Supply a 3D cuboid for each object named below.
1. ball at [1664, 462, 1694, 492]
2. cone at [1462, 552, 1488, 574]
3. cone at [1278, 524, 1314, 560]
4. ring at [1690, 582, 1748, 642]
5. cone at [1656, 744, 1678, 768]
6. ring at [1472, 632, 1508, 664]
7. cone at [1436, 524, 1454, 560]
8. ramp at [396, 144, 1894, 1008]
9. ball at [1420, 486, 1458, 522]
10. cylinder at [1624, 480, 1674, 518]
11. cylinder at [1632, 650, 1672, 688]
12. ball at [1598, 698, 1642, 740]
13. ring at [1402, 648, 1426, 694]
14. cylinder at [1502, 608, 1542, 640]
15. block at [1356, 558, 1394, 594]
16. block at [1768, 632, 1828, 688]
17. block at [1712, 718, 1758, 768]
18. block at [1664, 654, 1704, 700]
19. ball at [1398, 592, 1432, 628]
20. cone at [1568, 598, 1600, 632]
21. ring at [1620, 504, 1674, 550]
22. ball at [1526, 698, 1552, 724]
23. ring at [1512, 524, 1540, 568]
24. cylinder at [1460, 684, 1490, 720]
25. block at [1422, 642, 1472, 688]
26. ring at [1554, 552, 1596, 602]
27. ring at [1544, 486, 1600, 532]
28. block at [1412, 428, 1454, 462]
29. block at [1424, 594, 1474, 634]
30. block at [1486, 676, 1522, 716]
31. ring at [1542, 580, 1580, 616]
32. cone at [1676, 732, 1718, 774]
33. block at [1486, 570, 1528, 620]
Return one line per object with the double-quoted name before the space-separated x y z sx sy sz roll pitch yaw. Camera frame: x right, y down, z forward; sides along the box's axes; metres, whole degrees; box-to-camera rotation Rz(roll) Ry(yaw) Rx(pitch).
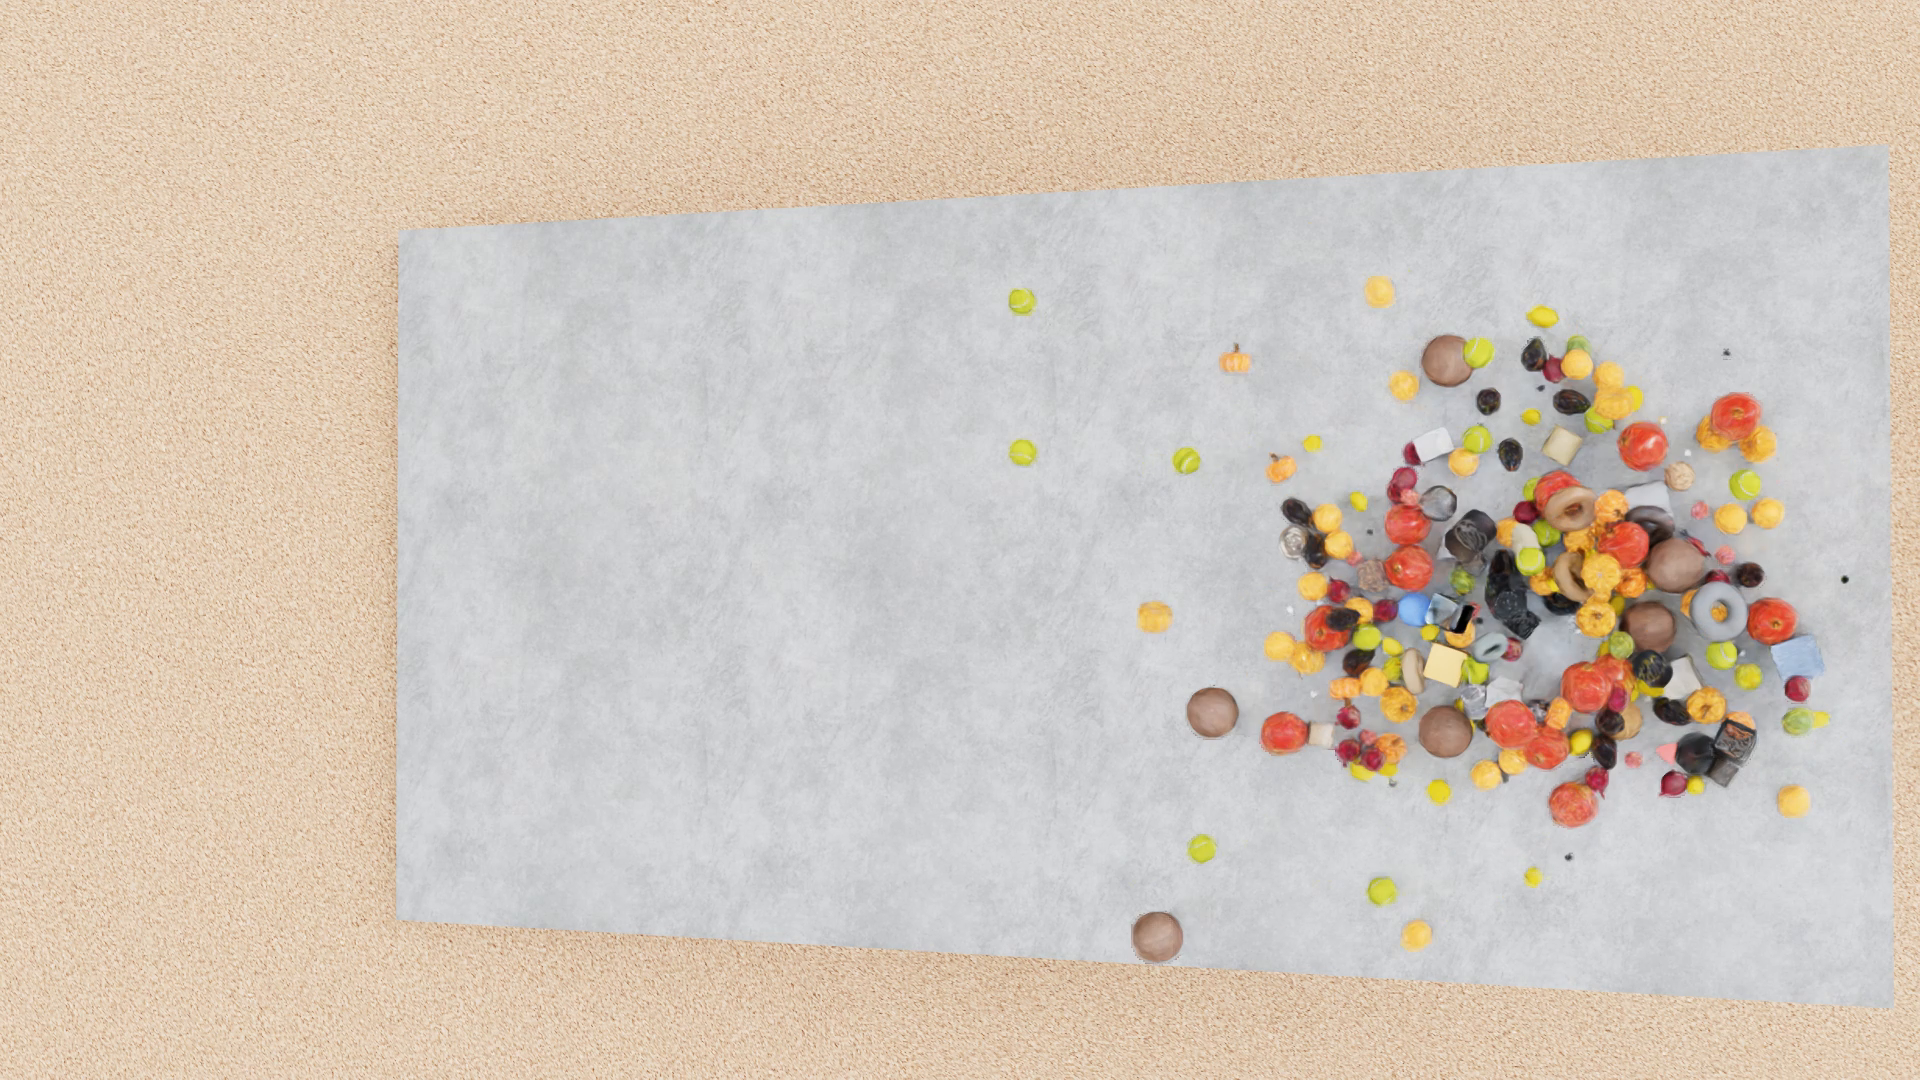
"ball" 1.704 -0.151 5.209 0.069 0.069 0.069 0 89 0
"cone" 1.256 0.050 5.308 0.066 0.066 0.066 1 86 -12
"cone" 0.832 0.007 5.492 0.091 0.091 0.091 0 89 19
"ring" 1.724 0.163 4.998 0.141 0.047 0.141 2 82 -12
"cone" 1.682 0.515 5.210 0.052 0.052 0.052 -12 68 0
"ring" 1.261 0.257 5.231 0.092 0.092 0.031 -30 46 0
"cone" 1.196 0.025 5.395 0.089 0.089 0.089 43 130 1
"ramp" 0.278 0.091 5.780 4.000 0.100 2.000 0 89 19
"ball" 1.158 -0.088 5.315 0.088 0.088 0.088 0 89 0
"cylinder" 1.635 -0.086 5.219 0.094 0.094 0.094 -14 89 18
"cylinder" 1.619 0.302 5.140 0.072 0.072 0.072 -15 63 30
"ball" 1.568 0.426 5.220 0.100 0.100 0.100 0 89 0
"ring" 1.112 0.321 5.382 0.038 0.115 0.115 -11 89 26
"cylinder" 1.356 0.197 5.308 0.065 0.065 0.065 36 89 10
"block" 1.016 0.086 5.387 0.058 0.058 0.058 19 56 -37
"block" 1.945 0.278 5.105 0.098 0.098 0.098 -20 82 17
"block" 1.781 0.465 5.056 0.073 0.073 0.073 26 79 30
"block" 1.699 0.323 5.193 0.081 0.081 0.081 -27 82 22
"ball" 1.119 0.171 5.395 0.085 0.085 0.085 0 89 0
"cone" 1.503 0.167 5.269 0.077 0.077 0.077 20 63 0
"ring" 1.618 -0.029 5.177 0.122 0.041 0.122 8 127 11
"ball" 1.398 0.413 5.311 0.060 0.060 0.060 0 89 0
"ring" 1.353 0.015 5.257 0.037 0.112 0.112 -26 89 17
"cylinder" 1.232 0.387 5.258 0.061 0.061 0.061 -18 119 0
"block" 1.190 0.304 5.369 0.085 0.085 0.085 20 95 19
"ring" 1.448 0.086 5.180 0.125 0.042 0.125 15 62 -31
"ring" 1.439 -0.073 5.165 0.131 0.044 0.131 -1 131 -2
"block" 1.156 -0.232 5.367 0.061 0.061 0.061 -29 82 44
"block" 1.179 0.178 5.301 0.072 0.072 0.072 10 103 -44
"block" 1.292 0.369 5.223 0.059 0.059 0.059 21 124 35
"ring" 1.453 0.135 5.304 0.094 0.031 0.094 -5 76 22
"cone" 1.733 0.505 5.174 0.100 0.100 0.100 0 89 19
"block" 1.307 0.131 5.260 0.077 0.077 0.077 -8 124 -2
